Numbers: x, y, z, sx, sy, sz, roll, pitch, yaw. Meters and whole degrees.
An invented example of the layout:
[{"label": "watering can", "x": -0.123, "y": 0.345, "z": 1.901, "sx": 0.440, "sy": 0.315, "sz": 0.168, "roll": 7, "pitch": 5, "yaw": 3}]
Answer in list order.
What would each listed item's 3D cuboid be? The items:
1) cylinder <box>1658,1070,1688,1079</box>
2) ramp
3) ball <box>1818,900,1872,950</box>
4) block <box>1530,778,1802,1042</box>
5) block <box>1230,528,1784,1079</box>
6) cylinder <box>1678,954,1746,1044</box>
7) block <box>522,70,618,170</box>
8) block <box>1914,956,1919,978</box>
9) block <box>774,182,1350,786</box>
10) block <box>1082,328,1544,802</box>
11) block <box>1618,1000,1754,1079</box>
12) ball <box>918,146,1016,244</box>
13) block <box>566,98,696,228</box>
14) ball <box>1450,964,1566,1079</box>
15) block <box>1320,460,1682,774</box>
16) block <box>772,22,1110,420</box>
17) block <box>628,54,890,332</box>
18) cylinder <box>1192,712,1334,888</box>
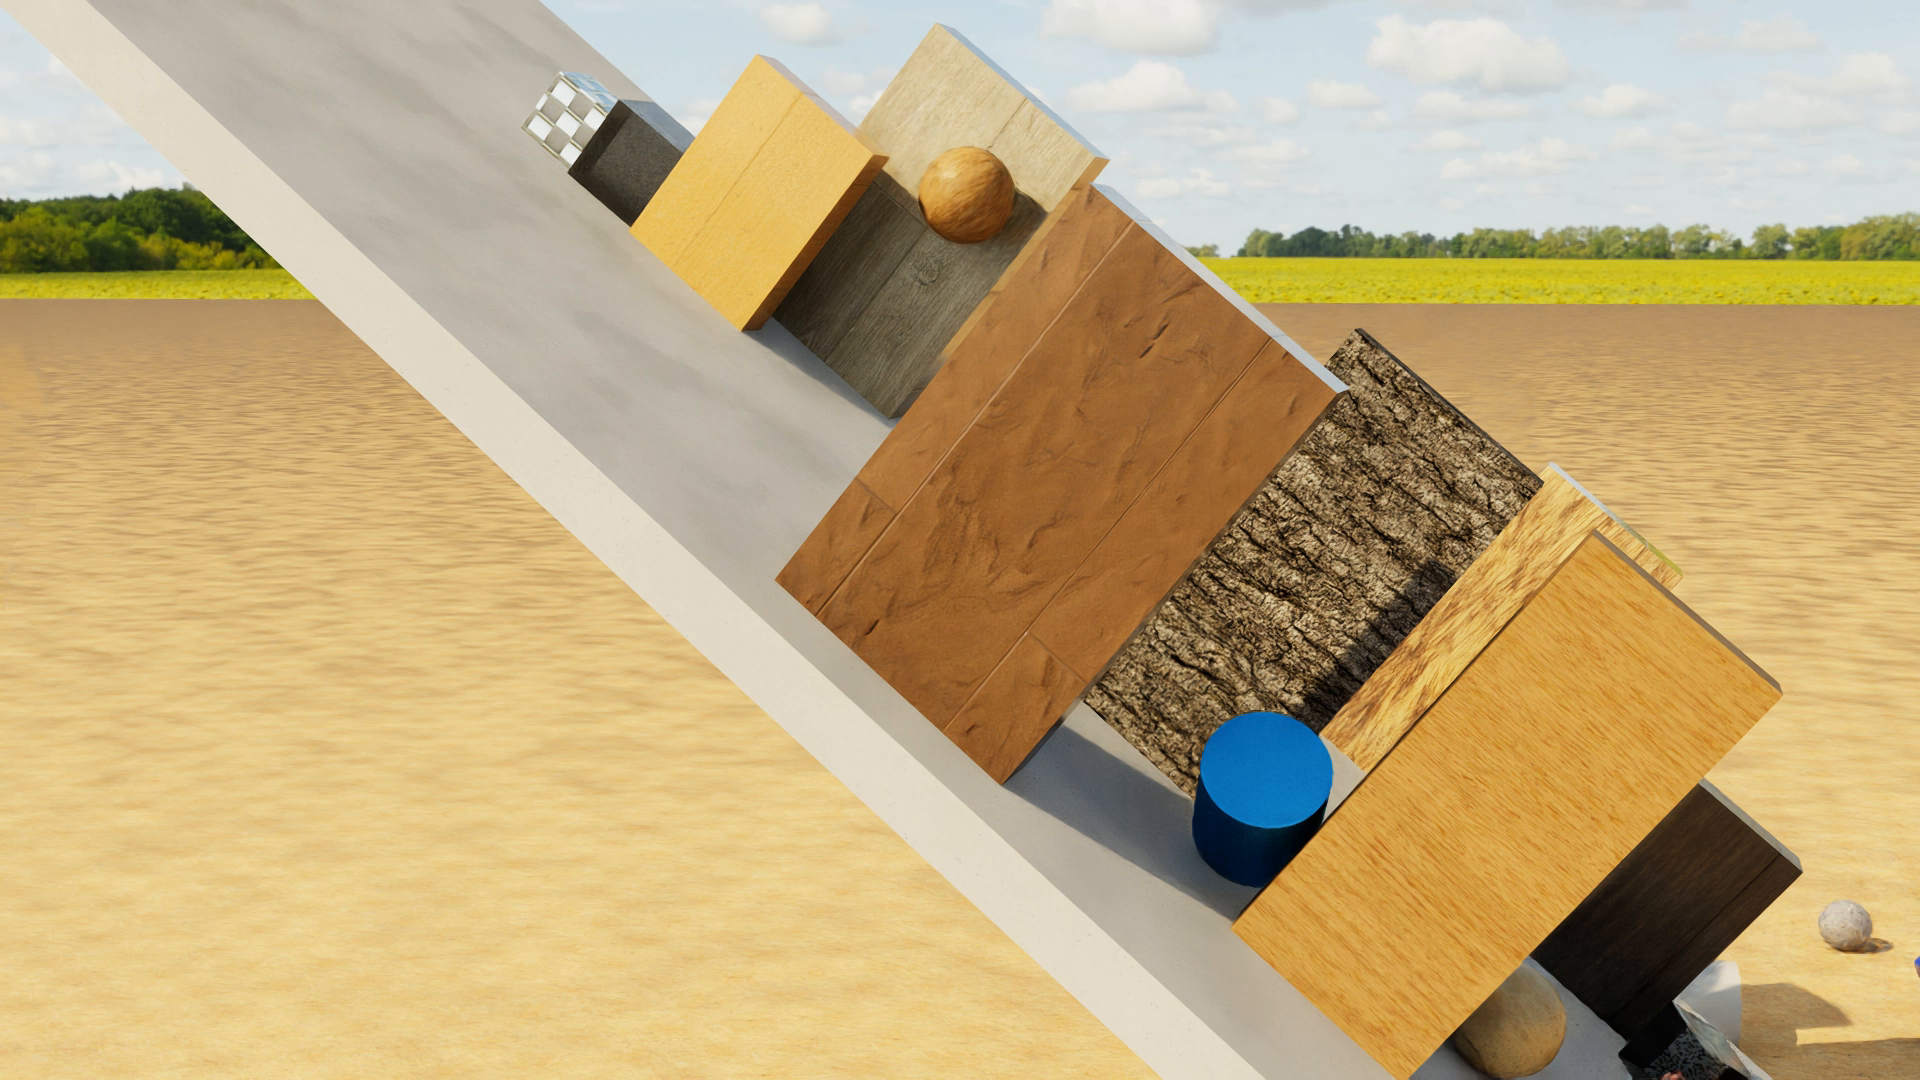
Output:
[{"label": "cylinder", "x": 1.219, "y": 0.997, "z": 3.733, "sx": 0.134, "sy": 0.134, "sz": 0.134, "roll": -6, "pitch": 44, "yaw": -41}, {"label": "ramp", "x": 0.001, "y": 0.047, "z": 4.040, "sx": 4.000, "sy": 0.100, "sz": 2.000, "roll": 42, "pitch": 16, "yaw": 9}, {"label": "ball", "x": 2.428, "y": 1.056, "z": 6.031, "sx": 0.139, "sy": 0.139, "sz": 0.139, "roll": 0, "pitch": 7, "yaw": 0}, {"label": "block", "x": 1.326, "y": 0.685, "z": 4.206, "sx": 0.295, "sy": 0.465, "sz": 0.106, "roll": 42, "pitch": 16, "yaw": 9}, {"label": "block", "x": 0.785, "y": 0.394, "z": 3.214, "sx": 0.337, "sy": 0.793, "sz": 0.099, "roll": 42, "pitch": 16, "yaw": 9}, {"label": "cylinder", "x": 1.752, "y": 1.111, "z": 5.282, "sx": 0.207, "sy": 0.207, "sz": 0.207, "roll": -7, "pitch": 6, "yaw": 6}, {"label": "block", "x": -0.741, "y": -0.817, "z": 4.306, "sx": 0.138, "sy": 0.138, "sz": 0.138, "roll": 41, "pitch": 16, "yaw": 5}, {"label": "block", "x": 2.481, "y": 1.062, "z": 5.409, "sx": 0.161, "sy": 0.161, "sz": 0.161, "roll": -45, "pitch": 40, "yaw": -10}, {"label": "block", "x": 0.137, "y": -0.077, "z": 3.155, "sx": 0.449, "sy": 0.740, "sz": 0.132, "roll": 42, "pitch": 16, "yaw": 9}, {"label": "block", "x": 0.551, "y": 0.071, "z": 3.618, "sx": 0.384, "sy": 0.766, "sz": 0.080, "roll": 42, "pitch": 16, "yaw": 9}, {"label": "block", "x": 1.333, "y": 0.970, "z": 4.038, "sx": 0.143, "sy": 0.143, "sz": 0.143, "roll": 32, "pitch": 18, "yaw": -23}, {"label": "ball", "x": 0.013, "y": -0.645, "z": 4.119, "sx": 0.182, "sy": 0.182, "sz": 0.182, "roll": 0, "pitch": 7, "yaw": 0}, {"label": "block", "x": -0.613, "y": -0.728, "z": 4.277, "sx": 0.178, "sy": 0.178, "sz": 0.178, "roll": 41, "pitch": 16, "yaw": 5}, {"label": "ball", "x": 0.870, "y": 0.764, "z": 3.502, "sx": 0.185, "sy": 0.185, "sz": 0.185, "roll": 0, "pitch": 7, "yaw": 0}, {"label": "block", "x": 1.090, "y": 0.223, "z": 4.481, "sx": 0.337, "sy": 0.715, "sz": 0.126, "roll": 42, "pitch": 16, "yaw": 9}, {"label": "block", "x": -0.074, "y": -0.619, "z": 4.311, "sx": 0.406, "sy": 0.650, "sz": 0.126, "roll": 42, "pitch": 16, "yaw": 9}, {"label": "block", "x": -0.380, "y": -0.651, "z": 4.144, "sx": 0.295, "sy": 0.419, "sz": 0.097, "roll": 42, "pitch": 16, "yaw": 9}, {"label": "cylinder", "x": 0.467, "y": 0.404, "z": 3.415, "sx": 0.200, "sy": 0.200, "sz": 0.200, "roll": 0, "pitch": -35, "yaw": 2}]
